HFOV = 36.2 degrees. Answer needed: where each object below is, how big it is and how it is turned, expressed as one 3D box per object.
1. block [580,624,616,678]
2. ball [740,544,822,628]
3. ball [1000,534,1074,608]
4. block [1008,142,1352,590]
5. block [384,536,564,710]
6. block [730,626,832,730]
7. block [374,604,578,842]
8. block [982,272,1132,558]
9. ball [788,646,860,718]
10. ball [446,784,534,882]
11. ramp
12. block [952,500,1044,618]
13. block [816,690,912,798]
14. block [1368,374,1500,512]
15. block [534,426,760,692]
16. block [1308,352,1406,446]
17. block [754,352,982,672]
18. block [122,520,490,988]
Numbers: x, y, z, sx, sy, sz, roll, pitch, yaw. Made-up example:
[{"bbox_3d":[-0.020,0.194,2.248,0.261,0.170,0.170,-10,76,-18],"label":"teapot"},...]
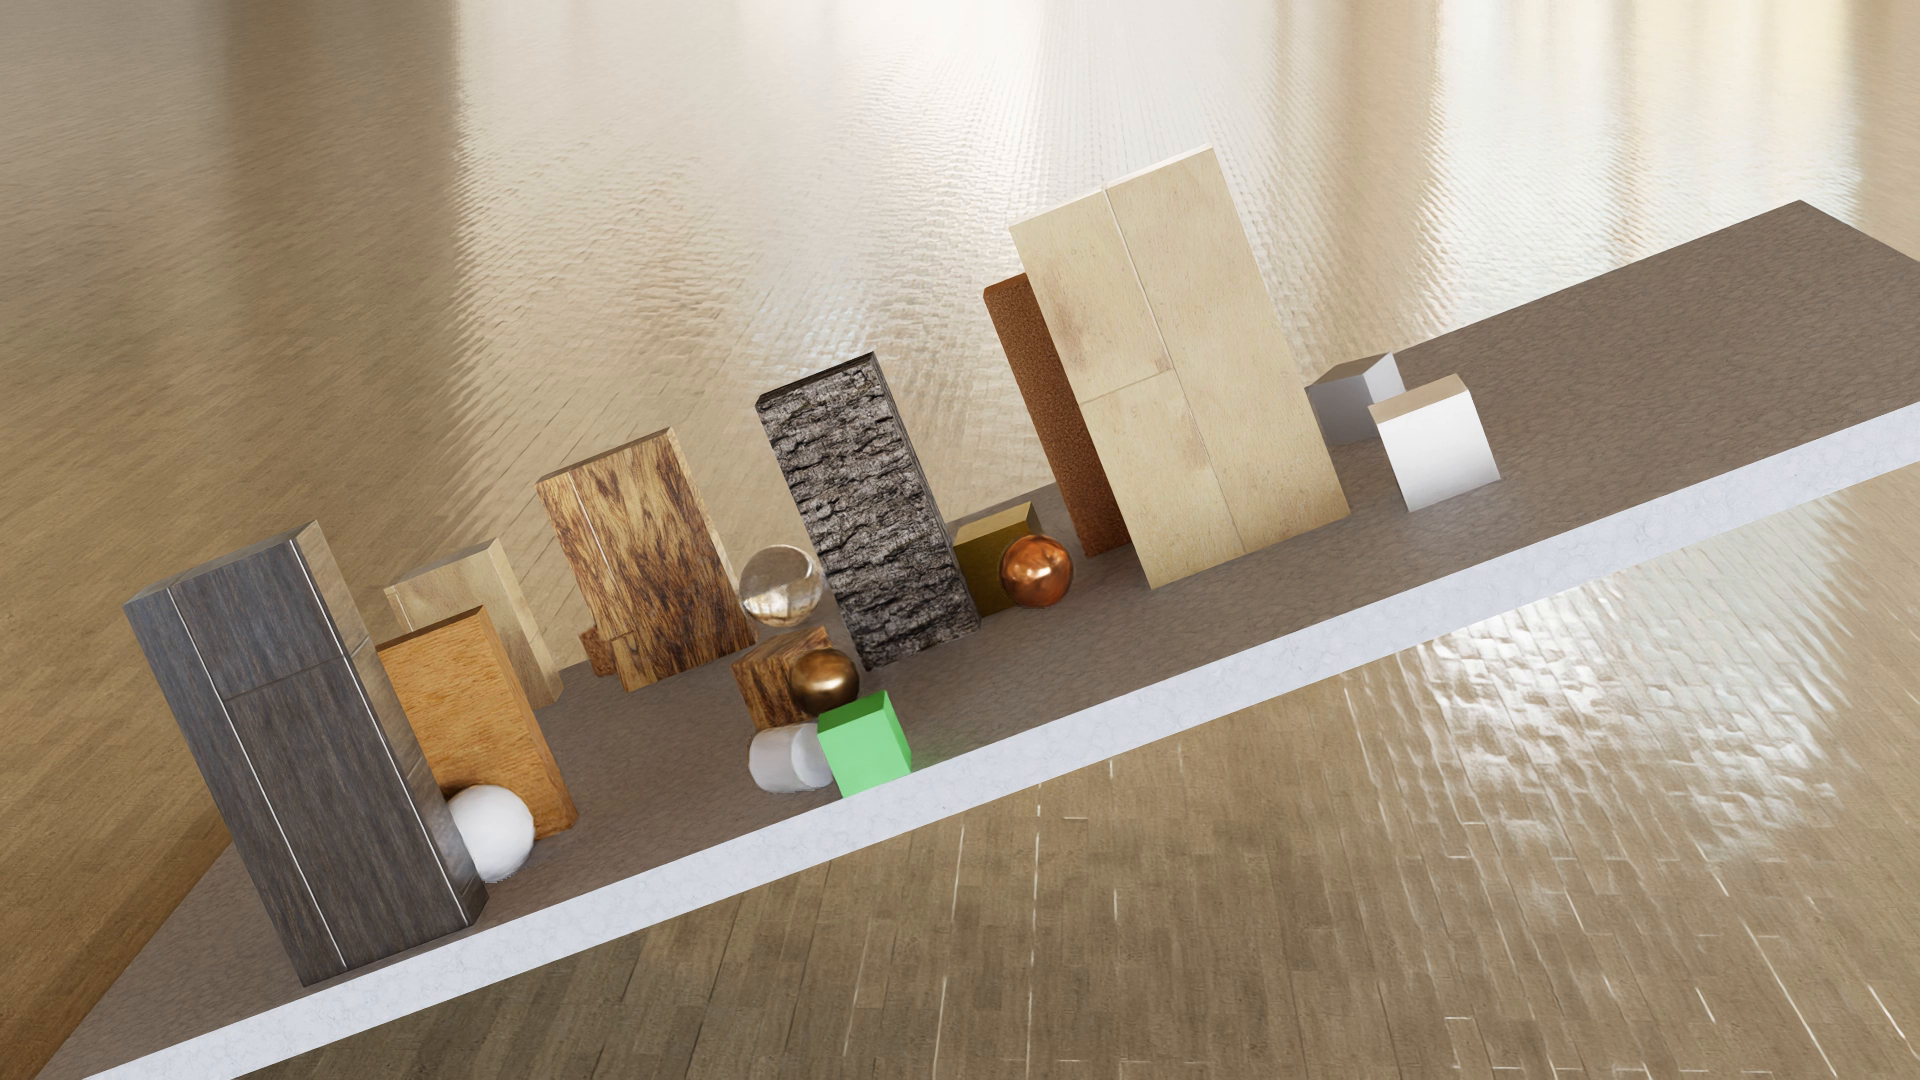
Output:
[{"bbox_3d":[-0.829,0.251,7.144,0.114,0.114,0.114,-12,15,40],"label":"block"},{"bbox_3d":[-0.416,0.108,6.837,0.194,0.194,0.194,0,14,0],"label":"ball"},{"bbox_3d":[0.158,0.065,6.093,0.153,0.153,0.153,0,14,0],"label":"ball"},{"bbox_3d":[0.439,-0.341,5.843,0.425,0.784,0.097,-21,12,7],"label":"block"},{"bbox_3d":[-1.171,0.239,7.103,0.273,0.407,0.125,-21,12,7],"label":"block"},{"bbox_3d":[-0.349,0.284,6.054,0.148,0.148,0.148,-13,15,38],"label":"block"},{"bbox_3d":[-1.064,0.428,5.912,0.432,0.475,0.080,-21,12,7],"label":"block"},{"bbox_3d":[0.295,-0.301,6.338,0.282,0.614,0.126,-21,12,7],"label":"block"},{"bbox_3d":[-0.273,0.287,5.911,0.145,0.145,0.145,0,14,0],"label":"ball"},{"bbox_3d":[-0.924,0.571,5.726,0.190,0.190,0.190,0,14,0],"label":"ball"},{"bbox_3d":[0.123,0.174,6.291,4.000,0.100,2.000,-21,12,7],"label":"ramp"},{"bbox_3d":[0.099,0.041,6.271,0.167,0.167,0.167,-20,12,10],"label":"block"},{"bbox_3d":[-0.175,0.373,5.390,0.131,0.131,0.131,-21,12,5],"label":"block"},{"bbox_3d":[0.926,-0.192,5.757,0.186,0.186,0.186,-21,12,7],"label":"block"},{"bbox_3d":[-0.723,0.047,6.831,0.331,0.535,0.089,-21,12,7],"label":"block"},{"bbox_3d":[0.880,-0.310,6.462,0.143,0.143,0.143,-13,15,39],"label":"block"},{"bbox_3d":[-0.188,-0.058,6.145,0.257,0.611,0.121,-21,12,7],"label":"block"},{"bbox_3d":[-1.218,0.403,5.512,0.354,0.800,0.146,-21,12,7],"label":"block"}]
